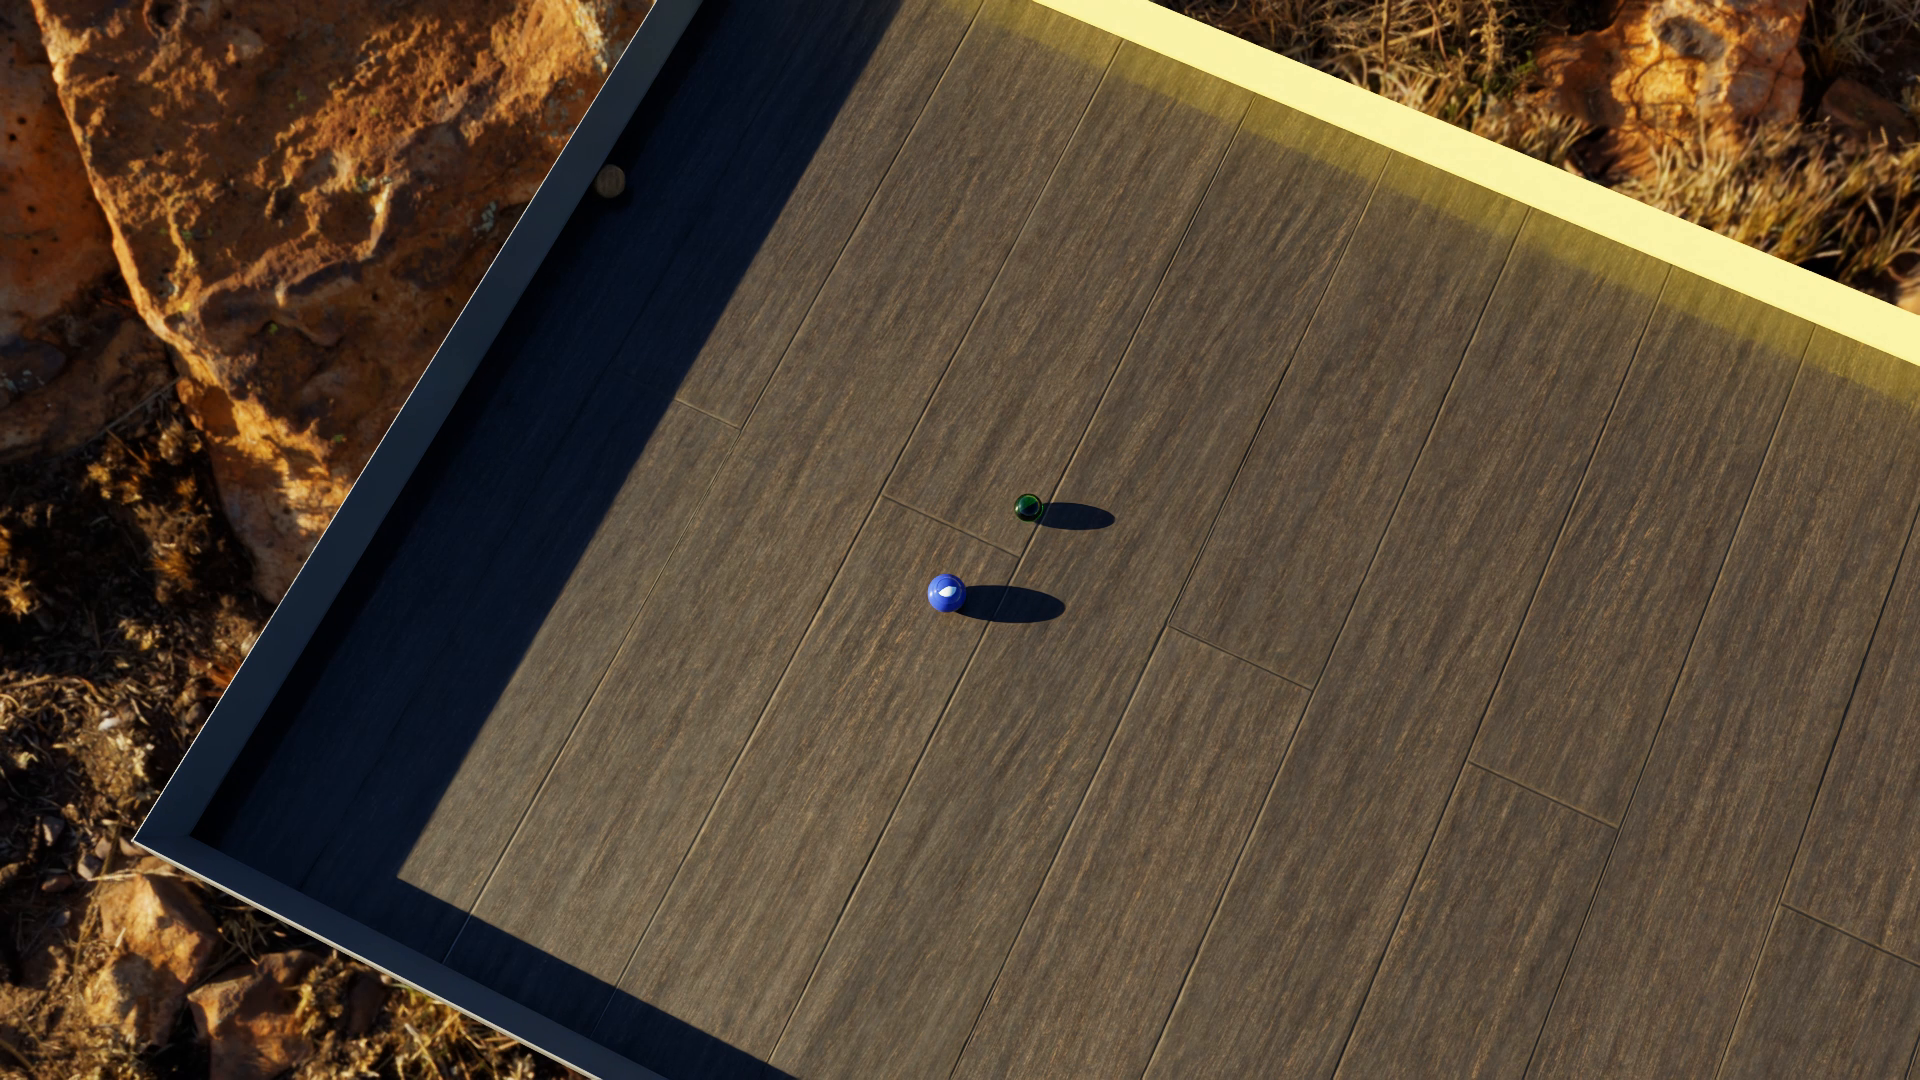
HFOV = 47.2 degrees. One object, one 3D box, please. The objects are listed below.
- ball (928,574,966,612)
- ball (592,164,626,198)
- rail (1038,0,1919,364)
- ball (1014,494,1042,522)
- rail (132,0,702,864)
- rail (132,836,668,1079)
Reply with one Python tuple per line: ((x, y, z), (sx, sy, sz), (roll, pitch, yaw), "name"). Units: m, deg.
((-0.020, 0.083, 3.420), (0.061, 0.061, 0.061), (0, 70, 0), "ball")
((-0.586, -0.599, 3.673), (0.056, 0.056, 0.056), (0, 70, 0), "ball")
((1.194, -0.460, 3.588), (3.463, 0.118, 0.045), (24, 72, 9), "rail")
((0.108, -0.051, 3.477), (0.046, 0.046, 0.046), (0, 70, 0), "ball")
((-0.757, -0.356, 3.550), (0.045, 0.118, 1.951), (24, 72, 9), "rail")
((0.363, 1.147, 2.997), (3.463, 0.118, 0.045), (24, 72, 9), "rail")
